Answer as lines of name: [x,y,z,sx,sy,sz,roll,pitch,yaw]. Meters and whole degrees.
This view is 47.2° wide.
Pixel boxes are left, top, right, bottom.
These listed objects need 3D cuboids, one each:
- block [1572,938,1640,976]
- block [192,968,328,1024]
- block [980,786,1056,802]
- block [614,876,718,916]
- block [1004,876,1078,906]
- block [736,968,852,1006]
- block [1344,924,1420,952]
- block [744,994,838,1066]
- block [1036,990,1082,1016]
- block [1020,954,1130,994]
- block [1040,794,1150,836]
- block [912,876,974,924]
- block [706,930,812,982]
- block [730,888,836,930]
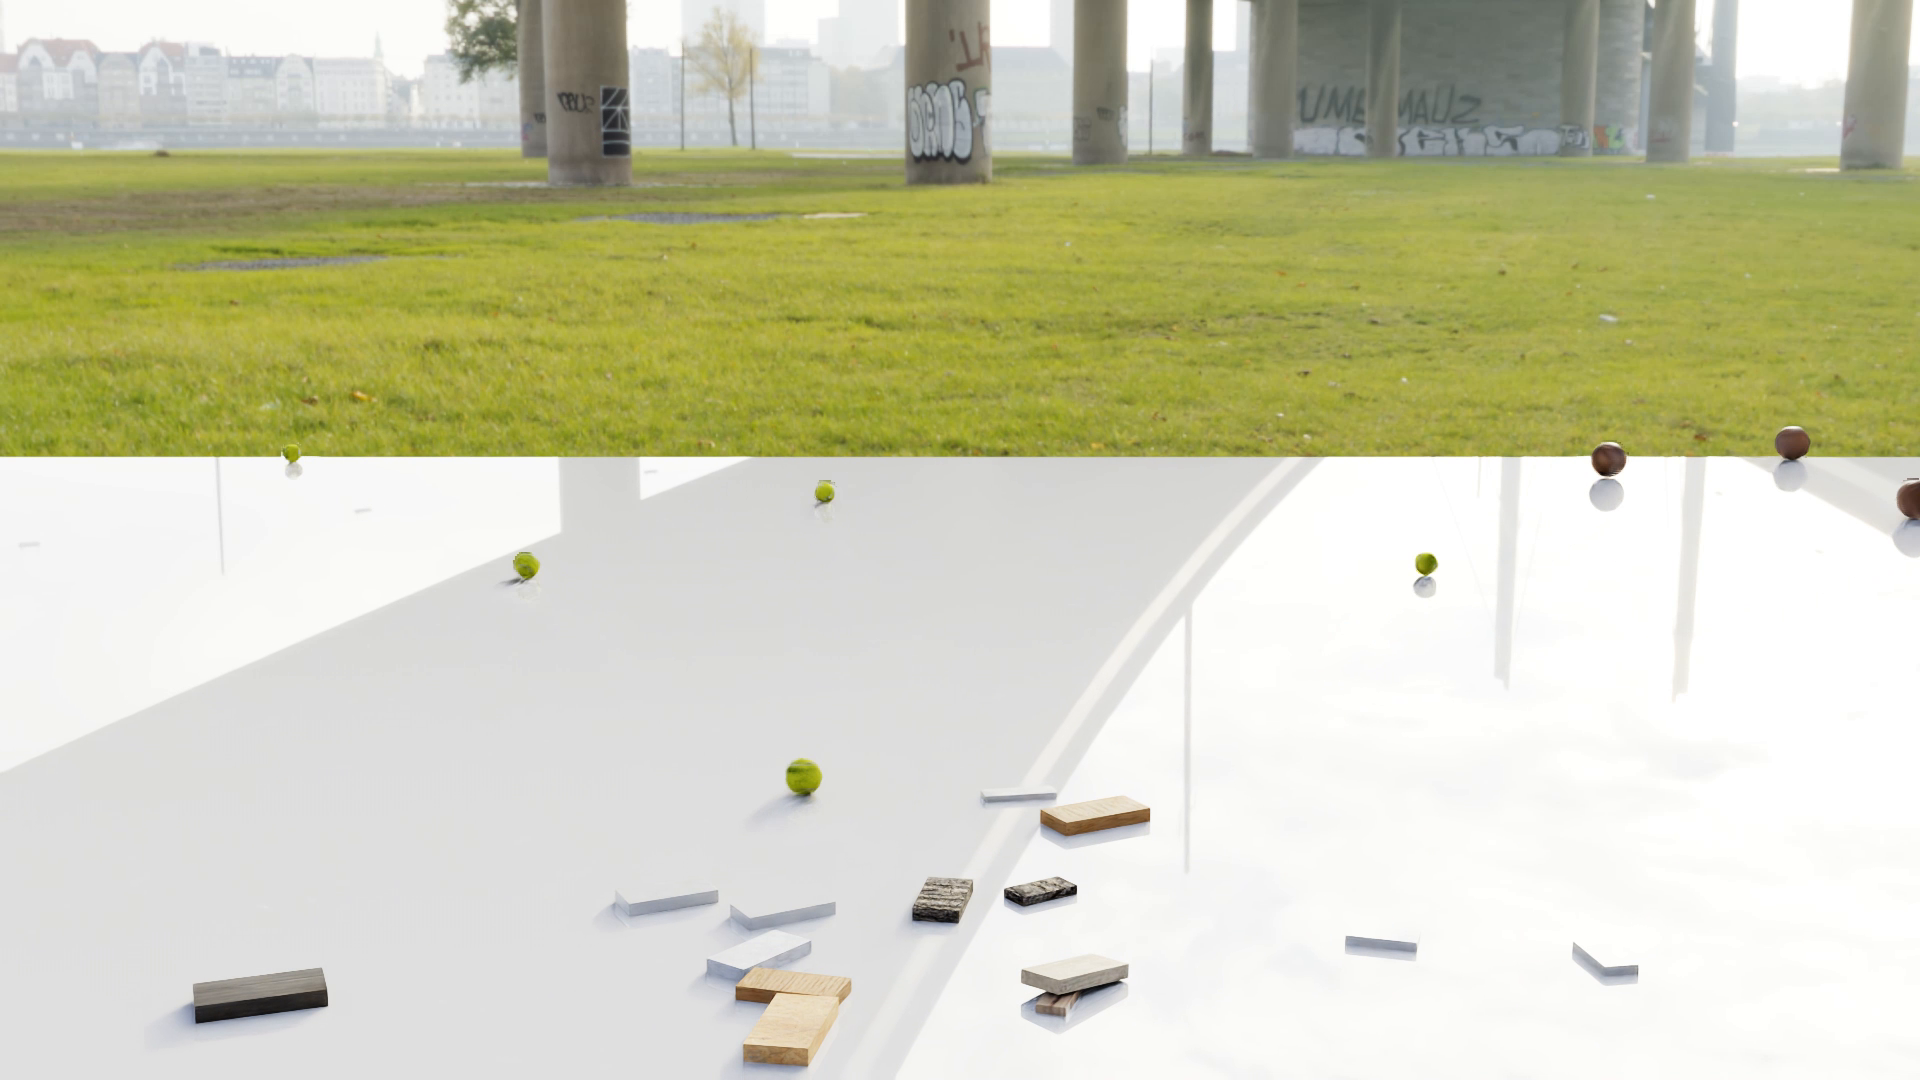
block: [0.987,0.638,3.365,0.055,0.016,0.111,-2,11,-10]
block: [-1.020,0.663,3.205,0.183,0.026,0.091,-4,11,-20]
block: [0.112,0.485,4.198,0.139,0.013,0.045,-2,11,-11]
block: [-0.483,0.587,3.626,0.153,0.022,0.076,-5,12,-26]
block: [0.134,0.584,3.657,0.111,0.016,0.055,-7,13,-33]
block: [-0.244,0.660,3.233,0.153,0.022,0.076,3,11,16]
block: [0.663,0.623,3.447,0.111,0.016,0.055,3,11,17]
block: [-0.235,0.685,3.084,0.091,0.026,0.183,2,11,10]
block: [0.144,0.669,3.208,0.045,0.013,0.091,3,11,17]
block: [0.171,0.643,3.264,0.153,0.022,0.076,-2,5,-44]
block: [0.249,0.507,4.047,0.183,0.026,0.091,-6,12,-29]
block: [-0.027,0.590,3.609,0.077,0.022,0.153,2,11,9]
block: [-0.306,0.636,3.363,0.077,0.022,0.153,8,13,37]
block: [-0.287,0.598,3.565,0.153,0.022,0.077,-6,12,-29]
